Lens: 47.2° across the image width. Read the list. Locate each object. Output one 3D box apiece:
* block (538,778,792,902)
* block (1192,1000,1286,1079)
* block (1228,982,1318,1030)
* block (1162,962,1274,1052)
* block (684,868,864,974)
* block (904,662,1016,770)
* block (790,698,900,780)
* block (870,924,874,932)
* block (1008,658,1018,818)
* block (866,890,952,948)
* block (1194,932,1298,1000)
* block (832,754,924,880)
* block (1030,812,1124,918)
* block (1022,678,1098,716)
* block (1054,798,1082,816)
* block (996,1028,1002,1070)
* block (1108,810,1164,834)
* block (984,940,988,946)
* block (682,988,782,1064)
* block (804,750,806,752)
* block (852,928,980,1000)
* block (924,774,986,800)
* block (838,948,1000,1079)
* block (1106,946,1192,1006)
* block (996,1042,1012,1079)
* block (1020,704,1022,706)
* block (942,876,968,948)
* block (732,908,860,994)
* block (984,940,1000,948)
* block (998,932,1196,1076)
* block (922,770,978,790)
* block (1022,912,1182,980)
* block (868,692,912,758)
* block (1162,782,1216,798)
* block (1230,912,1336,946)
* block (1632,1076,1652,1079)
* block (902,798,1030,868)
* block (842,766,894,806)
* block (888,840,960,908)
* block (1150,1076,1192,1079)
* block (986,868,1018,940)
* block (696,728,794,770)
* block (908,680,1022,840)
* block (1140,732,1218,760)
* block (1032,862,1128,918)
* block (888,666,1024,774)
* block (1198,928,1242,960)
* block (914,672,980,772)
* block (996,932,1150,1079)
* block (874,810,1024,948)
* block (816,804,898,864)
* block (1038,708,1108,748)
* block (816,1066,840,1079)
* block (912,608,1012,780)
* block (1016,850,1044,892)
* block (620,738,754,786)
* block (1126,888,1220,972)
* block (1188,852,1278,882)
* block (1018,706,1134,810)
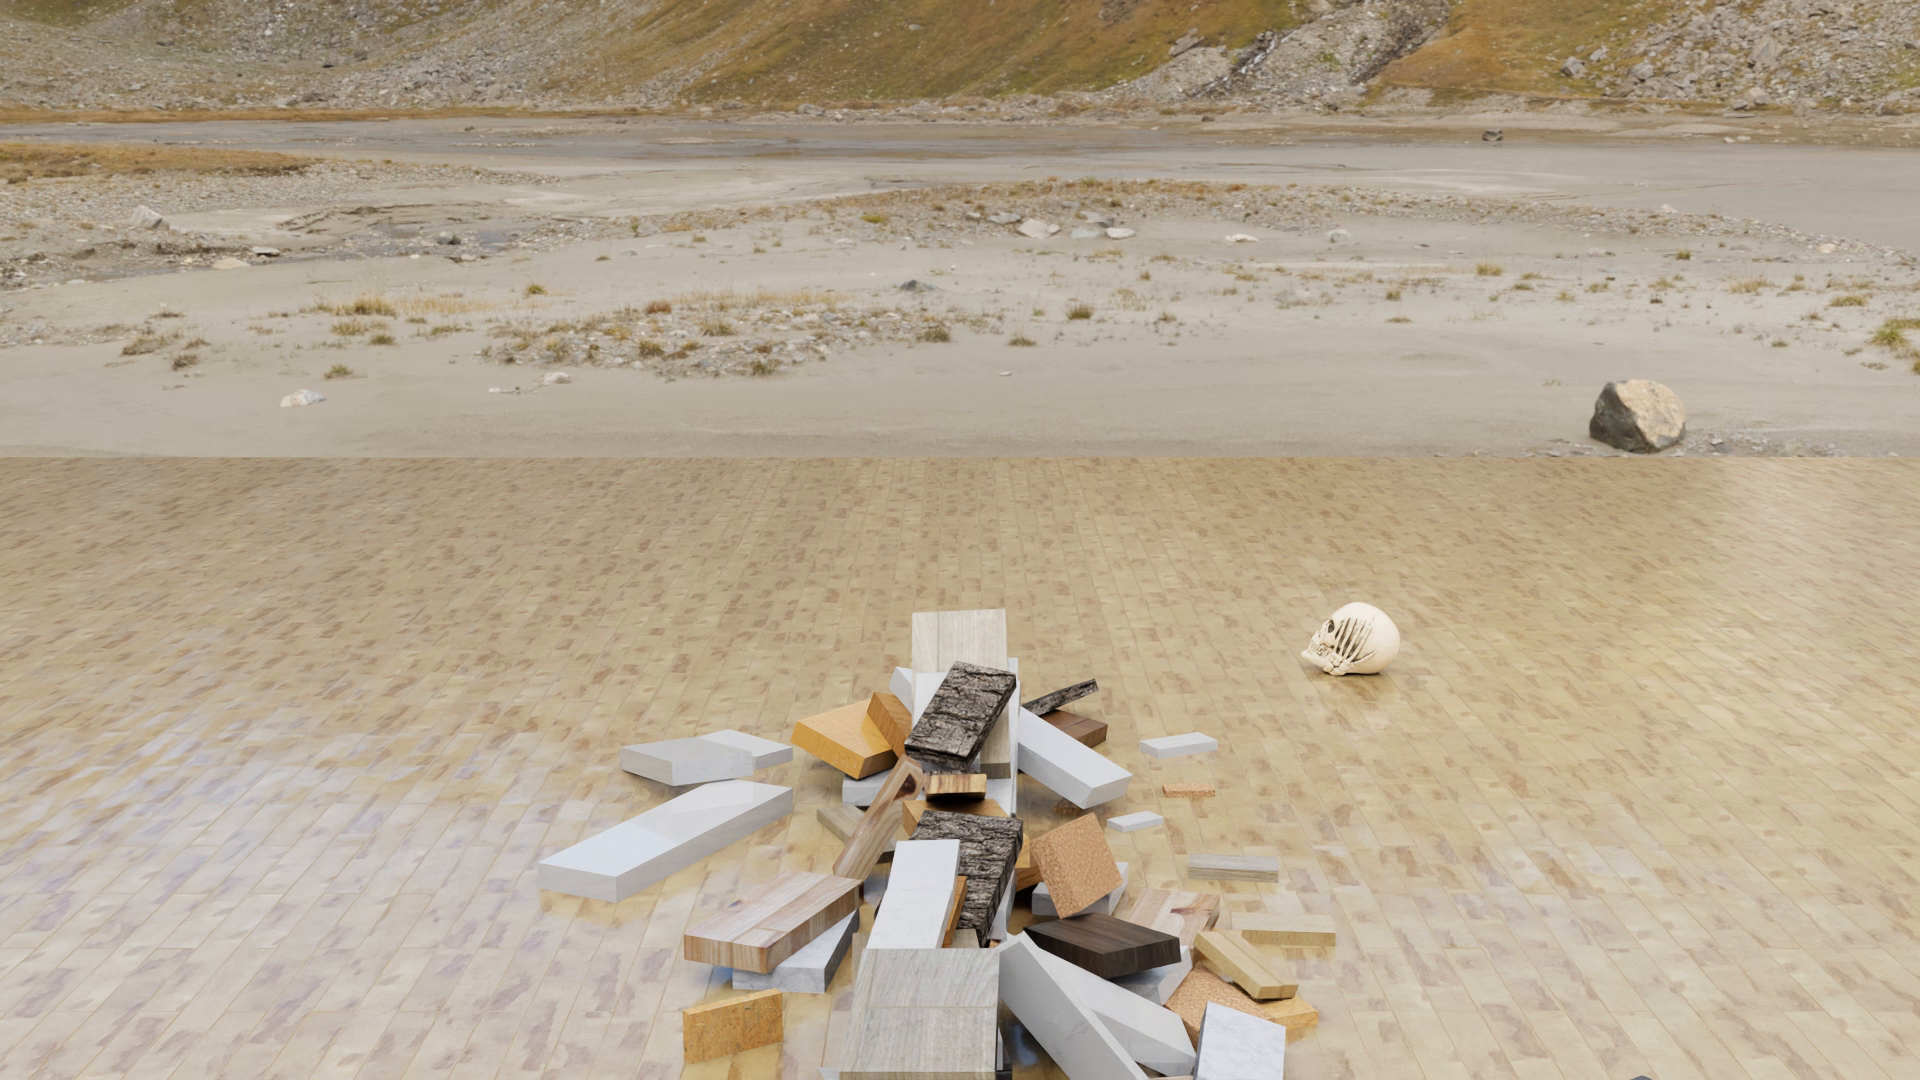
[{"bbox_3d":[-0.510,0.524,3.899,0.160,0.045,0.558,5,12,27],"label":"block"},{"bbox_3d":[0.372,0.692,2.923,0.112,0.032,0.223,18,15,5],"label":"block"},{"bbox_3d":[0.450,0.670,3.182,0.072,0.020,0.144,-4,11,-21],"label":"block"},{"bbox_3d":[0.322,0.659,3.204,0.121,0.034,0.337,-4,11,-21],"label":"block"},{"bbox_3d":[-0.282,0.583,3.385,0.139,0.039,0.322,5,11,23],"label":"block"},{"bbox_3d":[0.003,0.305,3.845,0.116,0.033,0.231,10,39,21],"label":"block"},{"bbox_3d":[-0.176,0.382,4.291,0.160,0.045,0.320,26,17,23],"label":"block"},{"bbox_3d":[-0.062,0.578,3.114,0.135,0.038,0.269,0,6,4],"label":"block"},{"bbox_3d":[0.019,0.372,4.053,0.174,0.049,0.347,-1,49,4],"label":"block"},{"bbox_3d":[-0.065,0.504,2.841,0.088,0.025,0.176,-1,17,7],"label":"block"},{"bbox_3d":[0.416,0.619,3.209,0.075,0.021,0.150,6,19,-36],"label":"block"},{"bbox_3d":[-0.136,0.478,3.686,0.033,0.231,0.116,31,5,-12],"label":"block"},{"bbox_3d":[0.182,0.501,3.407,0.035,0.123,0.247,-26,-7,18],"label":"block"},{"bbox_3d":[0.150,0.355,4.609,0.099,0.028,0.430,-21,-4,31],"label":"block"},{"bbox_3d":[0.214,0.496,4.139,0.047,0.013,0.094,4,11,20],"label":"block"},{"bbox_3d":[-0.026,0.632,2.948,0.135,0.038,0.375,-1,6,-4],"label":"block"},{"bbox_3d":[0.321,0.516,4.030,0.095,0.013,0.047,-7,13,-33],"label":"block"},{"bbox_3d":[-0.008,0.548,3.378,0.118,0.033,0.236,-1,26,2],"label":"block"},{"bbox_3d":[-0.313,0.671,3.037,0.143,0.072,0.020,-7,12,-32],"label":"block"},{"bbox_3d":[-0.186,0.403,4.457,0.127,0.036,0.255,1,2,36],"label":"block"},{"bbox_3d":[-0.053,0.561,2.800,0.166,0.047,0.331,-2,4,-3],"label":"block"},{"bbox_3d":[-0.008,0.414,3.618,0.096,0.027,0.469,-2,-9,-1],"label":"block"},{"bbox_3d":[-0.040,0.553,2.504,0.166,0.047,0.331,0,12,2],"label":"block"},{"bbox_3d":[0.203,0.632,3.212,0.242,0.034,0.121,-3,17,29],"label":"block"},{"bbox_3d":[-0.023,0.673,2.929,0.145,0.041,0.290,-1,6,-7],"label":"block"},{"bbox_3d":[0.119,0.385,4.707,0.084,0.024,0.167,-1,11,-5],"label":"block"},{"bbox_3d":[-0.046,0.498,2.955,0.088,0.025,0.176,-1,15,8],"label":"block"},{"bbox_3d":[-0.249,0.623,3.384,0.139,0.039,0.277,2,11,8],"label":"block"},{"bbox_3d":[0.132,0.630,3.073,0.223,0.032,0.112,29,9,1],"label":"block"},{"bbox_3d":[0.181,0.632,2.977,0.277,0.039,0.139,27,9,-10],"label":"block"},{"bbox_3d":[-0.017,0.418,3.802,0.096,0.027,0.192,-2,-10,3],"label":"block"},{"bbox_3d":[0.202,0.583,3.175,0.123,0.035,0.247,-7,3,-25],"label":"block"},{"bbox_3d":[-0.051,0.395,4.231,0.160,0.045,0.320,12,17,-26],"label":"block"},{"bbox_3d":[0.439,0.480,4.222,0.095,0.013,0.047,-1,11,-3],"label":"block"},{"bbox_3d":[0.509,0.615,3.474,0.159,0.023,0.080,1,11,5],"label":"block"},{"bbox_3d":[0.859,0.733,2.836,0.159,0.023,0.080,-7,13,-33],"label":"block"},{"bbox_3d":[0.005,0.457,3.435,0.149,0.042,0.322,0,4,-9],"label":"block"},{"bbox_3d":[-0.157,0.459,4.233,0.127,0.036,0.279,0,7,-1],"label":"block"},{"bbox_3d":[-0.049,0.457,3.014,0.088,0.025,0.176,-2,15,4],"label":"block"},{"bbox_3d":[0.245,0.728,2.870,0.143,0.020,0.072,-2,11,-9],"label":"block"},{"bbox_3d":[0.002,0.521,3.236,0.149,0.042,0.299,1,7,5],"label":"block"},{"bbox_3d":[-0.443,0.426,4.476,0.198,0.028,0.099,10,14,43],"label":"block"},{"bbox_3d":[0.012,0.405,3.960,0.174,0.049,0.347,1,50,6],"label":"block"},{"bbox_3d":[0.449,0.422,4.517,0.144,0.020,0.072,-5,12,-27],"label":"block"},{"bbox_3d":[0.200,0.571,3.611,0.123,0.035,0.247,2,5,11],"label":"block"},{"bbox_3d":[-0.002,0.348,4.278,0.160,0.045,0.320,12,17,-30],"label":"block"},{"bbox_3d":[0.301,0.623,3.432,0.269,0.023,0.080,3,11,14],"label":"block"},{"bbox_3d":[-0.022,0.321,3.883,0.116,0.033,0.231,-2,37,3],"label":"block"},{"bbox_3d":[0.146,0.619,2.706,0.075,0.316,0.021,-35,10,26],"label":"block"},{"bbox_3d":[-0.012,0.480,3.125,0.149,0.042,0.299,4,22,12],"label":"block"},{"bbox_3d":[-0.177,0.528,3.948,0.072,0.020,0.277,-4,11,-23],"label":"block"},{"bbox_3d":[0.191,0.401,4.504,0.127,0.036,0.255,15,13,26],"label":"block"},{"bbox_3d":[-0.058,0.645,2.481,0.166,0.047,0.365,-1,-4,-10],"label":"block"},{"bbox_3d":[0.001,0.280,4.003,0.174,0.049,0.347,-3,49,2],"label":"block"},{"bbox_3d":[0.130,0.541,3.668,0.096,0.027,0.192,-23,0,0],"label":"block"},{"bbox_3d":[-0.535,0.429,4.275,0.160,0.045,0.319,-5,3,-26],"label":"block"},{"bbox_3d":[0.318,0.594,3.366,0.121,0.034,0.242,3,11,16],"label":"block"},{"bbox_3d":[0.468,0.561,3.766,0.150,0.021,0.075,1,11,8],"label":"block"},{"bbox_3d":[0.152,0.395,4.144,0.320,0.045,0.160,30,18,27],"label":"block"}]
